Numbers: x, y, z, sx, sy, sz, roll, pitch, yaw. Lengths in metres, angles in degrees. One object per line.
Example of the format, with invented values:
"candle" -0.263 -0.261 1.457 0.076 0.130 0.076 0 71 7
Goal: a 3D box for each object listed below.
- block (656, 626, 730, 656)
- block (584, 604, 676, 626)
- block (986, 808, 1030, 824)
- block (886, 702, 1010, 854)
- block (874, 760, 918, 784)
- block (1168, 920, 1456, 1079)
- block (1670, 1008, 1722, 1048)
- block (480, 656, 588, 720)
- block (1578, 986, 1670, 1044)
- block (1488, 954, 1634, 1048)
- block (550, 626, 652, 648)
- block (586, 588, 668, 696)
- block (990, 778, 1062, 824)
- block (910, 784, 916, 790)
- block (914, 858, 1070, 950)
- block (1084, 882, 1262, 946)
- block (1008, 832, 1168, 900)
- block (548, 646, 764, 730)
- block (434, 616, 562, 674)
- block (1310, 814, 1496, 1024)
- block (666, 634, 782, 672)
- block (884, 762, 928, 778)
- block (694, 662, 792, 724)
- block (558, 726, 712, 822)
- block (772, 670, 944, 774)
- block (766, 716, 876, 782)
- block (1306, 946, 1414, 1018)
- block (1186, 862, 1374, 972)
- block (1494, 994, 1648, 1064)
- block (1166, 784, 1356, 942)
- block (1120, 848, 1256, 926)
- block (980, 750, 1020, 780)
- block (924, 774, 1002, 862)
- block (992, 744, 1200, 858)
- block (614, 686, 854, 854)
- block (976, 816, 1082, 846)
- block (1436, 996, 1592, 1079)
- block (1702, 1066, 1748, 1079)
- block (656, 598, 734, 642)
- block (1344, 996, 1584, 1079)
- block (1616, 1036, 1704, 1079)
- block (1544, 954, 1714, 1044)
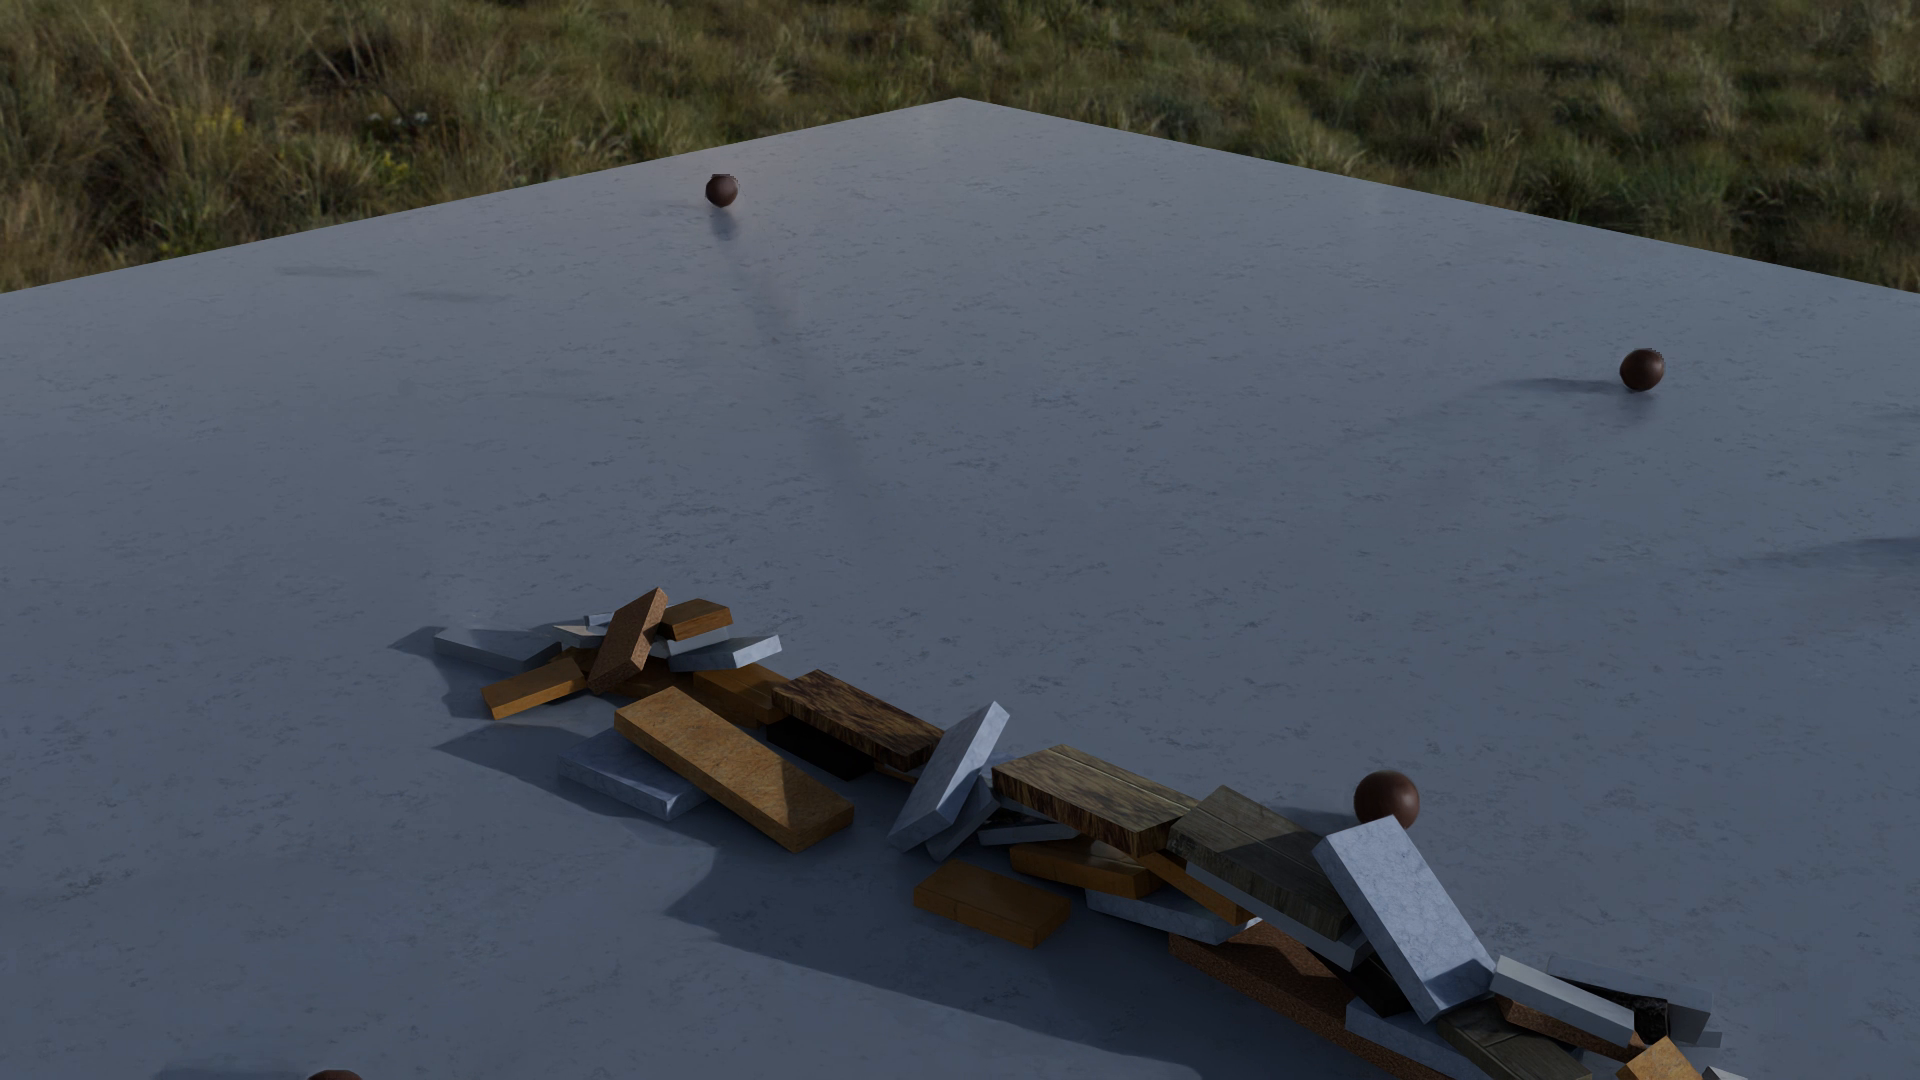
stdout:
"block" -0.624 0.213 5.081 0.135 0.038 0.270 -17 9 -13
"block" -0.783 0.182 5.243 0.213 0.030 0.107 -7 1 -16
"block" 0.057 0.524 4.404 0.224 0.032 0.112 -1 15 43
"block" -0.022 0.469 4.370 0.161 0.046 0.321 -35 16 42
"block" -0.111 0.474 4.587 0.069 0.020 0.138 -19 19 -36
"block" 0.690 0.807 3.797 0.173 0.049 0.724 -20 30 -39
"block" 1.179 0.821 3.784 0.229 0.032 0.114 2 23 4
"block" -0.950 0.329 4.897 0.213 0.030 0.107 -20 29 -18
"block" 1.066 0.792 3.681 0.229 0.114 0.032 4 54 24
"block" 0.980 0.749 3.579 0.229 0.032 0.114 22 10 14
"block" -0.829 0.225 5.094 0.107 0.030 0.213 14 7 41
"block" -0.748 0.226 4.959 0.135 0.038 0.270 -28 27 25
"block" 0.150 0.498 4.296 0.112 0.032 0.224 -20 20 -42
"block" -0.028 0.497 4.495 0.138 0.020 0.069 -10 8 44
"block" 0.060 0.678 4.114 0.265 0.037 0.132 15 27 31
"block" 0.404 0.659 4.048 0.166 0.047 0.331 -20 16 -37
"block" 0.268 0.603 4.177 0.166 0.047 0.331 -20 16 -39
"block" -0.660 0.322 4.954 0.563 0.038 0.135 12 26 25
"block" -1.079 0.246 5.133 0.270 0.038 0.135 12 26 27
"block" 0.756 0.635 3.706 0.172 0.049 0.344 -10 56 -37
"block" -0.527 0.254 4.903 0.128 0.036 0.257 -21 10 -41
"block" -0.081 0.465 4.531 0.138 0.020 0.069 13 26 38
"block" -0.456 0.328 4.844 0.128 0.036 0.256 -21 31 -41
"block" -0.664 0.482 4.565 0.321 0.046 0.161 17 28 35
"block" -0.212 0.378 4.643 0.406 0.038 0.135 22 32 39
"block" -0.281 0.433 4.693 0.256 0.036 0.128 21 31 41
"block" 0.705 0.727 3.754 0.117 0.033 0.233 -10 24 -22
"block" 0.587 0.609 3.844 0.346 0.049 0.173 28 37 31
"block" 0.996 0.788 3.590 0.229 0.032 0.114 20 9 1
"block" 0.552 0.558 3.827 0.344 0.049 0.172 27 36 29
"block" 0.450 0.582 4.006 0.166 0.047 0.331 -16 29 -33
"block" 0.220 0.523 4.480 0.434 0.037 0.132 13 26 28
"block" 0.001 0.543 4.292 0.171 0.024 0.086 -44 34 9
"block" 0.260 0.485 4.141 0.172 0.049 0.466 -15 17 -30
"block" -0.468 0.463 4.503 0.549 0.046 0.161 29 35 34
"block" 0.156 0.556 4.294 0.224 0.032 0.112 -11 7 38
"block" 0.887 0.823 3.529 0.117 0.033 0.233 -12 26 -26
"block" 1.277 0.922 3.511 0.086 0.024 0.212 21 16 -21
"block" -0.622 0.181 5.027 0.135 0.038 0.270 -18 9 -20
"block" 0.834 0.818 3.644 0.346 0.049 0.173 19 29 37
"block" 1.147 0.901 3.451 0.114 0.032 0.229 -19 61 -38
"block" 1.113 0.771 3.689 0.265 0.132 0.037 12 57 14
